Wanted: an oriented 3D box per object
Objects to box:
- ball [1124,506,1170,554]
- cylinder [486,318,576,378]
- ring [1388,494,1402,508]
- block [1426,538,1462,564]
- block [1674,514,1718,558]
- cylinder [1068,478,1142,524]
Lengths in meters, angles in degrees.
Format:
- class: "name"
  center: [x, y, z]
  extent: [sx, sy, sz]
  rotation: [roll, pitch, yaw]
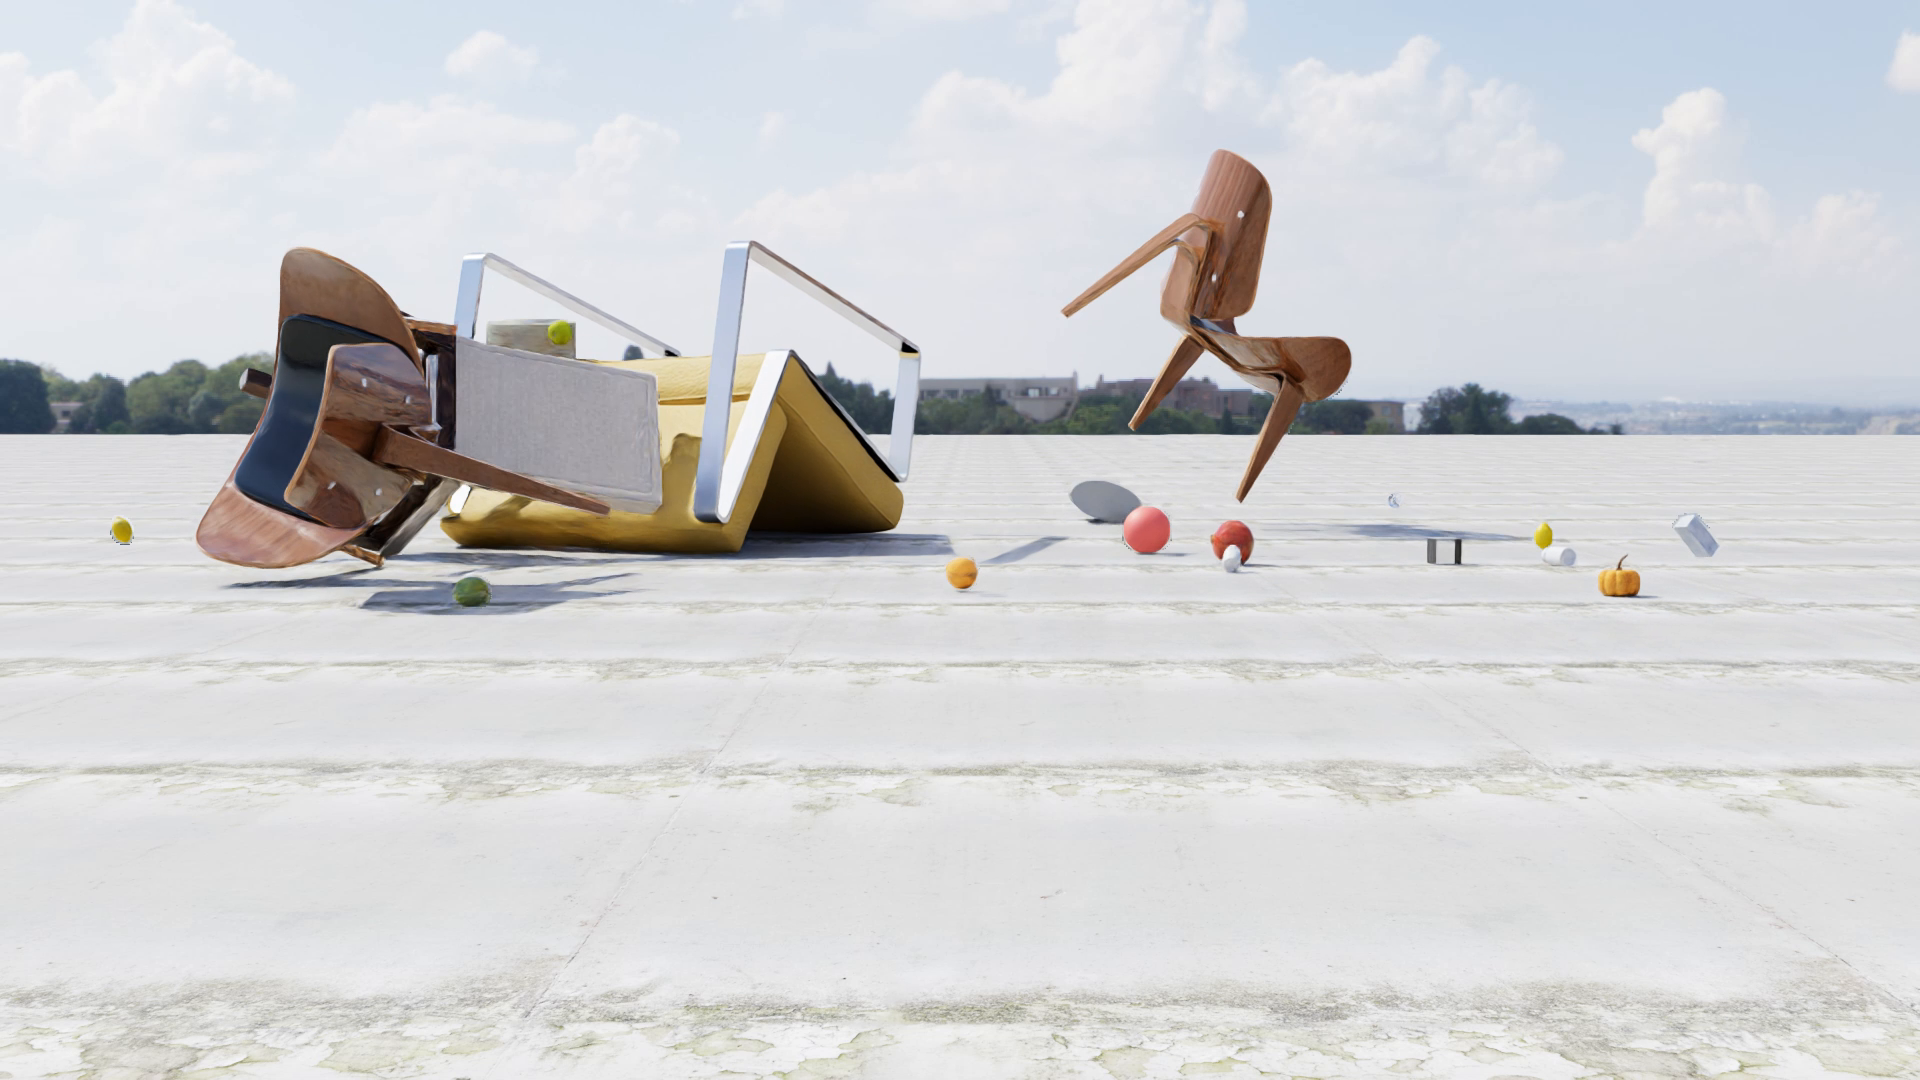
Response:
- class: "ball"
  center: [0.511, -0.028, 6.010]
  extent: [0.130, 0.130, 0.130]
  rotation: [0, 4, 0]
- class: "cylinder"
  center: [-1.231, -0.552, 6.323]
  extent: [0.230, 0.150, 0.276]
  rotation: [6, 11, 30]
- class: "ring"
  center: [1.649, -0.149, 8.330]
  extent: [0.039, 0.055, 0.049]
  rotation: [2, 22, -23]
- class: "block"
  center: [1.245, 0.028, 5.654]
  extent: [0.068, 0.066, 0.058]
  rotation: [-1, 4, -17]
- class: "block"
  center: [1.943, -0.009, 5.802]
  extent: [0.044, 0.113, 0.049]
  rotation: [-48, 15, -20]
- class: "cylinder"
  center: [0.493, -0.137, 7.495]
  extent: [0.250, 0.131, 0.279]
  rotation: [16, 4, -1]
